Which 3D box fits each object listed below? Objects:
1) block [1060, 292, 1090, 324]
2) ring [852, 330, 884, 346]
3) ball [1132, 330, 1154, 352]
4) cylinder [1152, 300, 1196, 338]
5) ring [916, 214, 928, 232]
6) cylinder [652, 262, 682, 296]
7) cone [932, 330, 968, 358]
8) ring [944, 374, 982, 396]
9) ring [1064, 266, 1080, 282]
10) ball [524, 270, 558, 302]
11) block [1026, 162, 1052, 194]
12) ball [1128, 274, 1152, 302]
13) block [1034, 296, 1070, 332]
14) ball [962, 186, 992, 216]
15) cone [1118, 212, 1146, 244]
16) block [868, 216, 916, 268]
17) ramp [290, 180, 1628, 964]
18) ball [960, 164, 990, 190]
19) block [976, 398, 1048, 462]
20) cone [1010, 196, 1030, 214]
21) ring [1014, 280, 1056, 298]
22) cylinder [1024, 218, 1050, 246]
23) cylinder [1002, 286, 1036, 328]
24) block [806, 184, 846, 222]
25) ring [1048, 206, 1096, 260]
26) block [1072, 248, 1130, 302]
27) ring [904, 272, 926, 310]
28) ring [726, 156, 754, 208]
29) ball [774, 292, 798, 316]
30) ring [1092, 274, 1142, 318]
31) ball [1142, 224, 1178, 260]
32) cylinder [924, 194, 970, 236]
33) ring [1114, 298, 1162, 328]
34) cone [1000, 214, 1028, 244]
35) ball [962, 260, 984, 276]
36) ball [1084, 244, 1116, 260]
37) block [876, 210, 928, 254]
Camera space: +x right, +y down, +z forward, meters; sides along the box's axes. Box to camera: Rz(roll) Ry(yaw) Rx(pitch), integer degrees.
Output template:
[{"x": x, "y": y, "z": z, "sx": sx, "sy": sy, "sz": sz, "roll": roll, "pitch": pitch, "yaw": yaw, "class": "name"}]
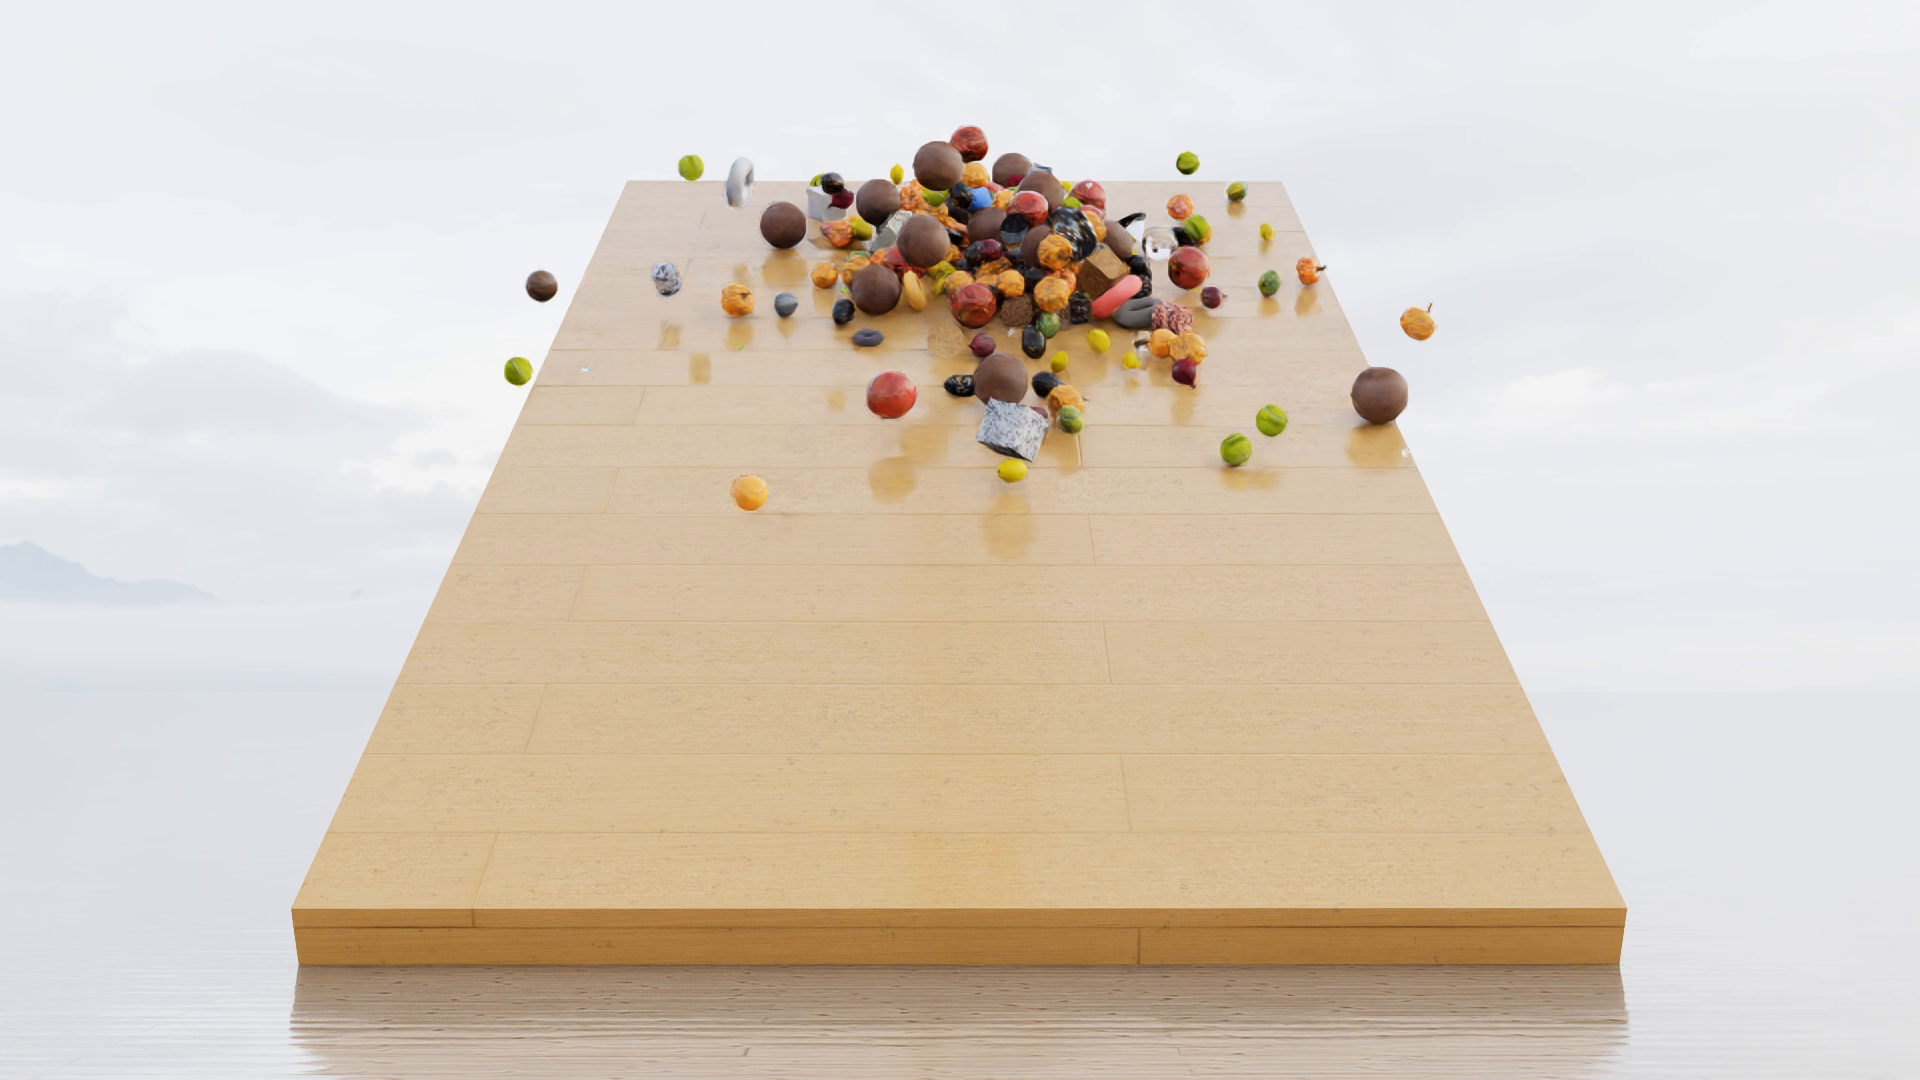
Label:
[{"x": 0.290, "y": -0.590, "z": 5.931, "sx": 0.064, "sy": 0.064, "sz": 0.064, "roll": -4, "pitch": 25, "yaw": -10, "class": "block"}, {"x": -0.229, "y": -0.501, "z": 5.777, "sx": 0.078, "sy": 0.026, "sz": 0.078, "roll": 2, "pitch": 23, "yaw": -1, "class": "ring"}, {"x": 0.449, "y": -0.489, "z": 5.727, "sx": 0.050, "sy": 0.050, "sz": 0.050, "roll": 0, "pitch": -4, "yaw": 0, "class": "ball"}, {"x": 0.533, "y": -0.553, "z": 5.833, "sx": 0.077, "sy": 0.077, "sz": 0.077, "roll": 4, "pitch": 23, "yaw": -48, "class": "cylinder"}, {"x": -0.112, "y": -0.875, "z": 6.529, "sx": 0.025, "sy": 0.075, "sz": 0.075, "roll": 8, "pitch": -1, "yaw": 20, "class": "ring"}, {"x": -0.753, "y": -0.668, "z": 5.984, "sx": 0.062, "sy": 0.062, "sz": 0.062, "roll": -1, "pitch": -47, "yaw": 16, "class": "cylinder"}, {"x": -0.040, "y": -0.484, "z": 5.725, "sx": 0.091, "sy": 0.091, "sz": 0.091, "roll": 1, "pitch": 20, "yaw": -22, "class": "cone"}, {"x": 0.007, "y": -0.363, "z": 5.470, "sx": 0.089, "sy": 0.030, "sz": 0.089, "roll": 1, "pitch": 28, "yaw": 0, "class": "ring"}, {"x": 0.323, "y": -0.709, "z": 6.231, "sx": 0.092, "sy": 0.031, "sz": 0.092, "roll": 4, "pitch": 19, "yaw": -1, "class": "ring"}, {"x": -1.089, "y": -0.661, "z": 6.067, "sx": 0.086, "sy": 0.086, "sz": 0.086, "roll": 0, "pitch": -4, "yaw": 0, "class": "ball"}, {"x": 0.228, "y": -1.041, "z": 6.708, "sx": 0.054, "sy": 0.054, "sz": 0.054, "roll": 20, "pitch": -36, "yaw": 16, "class": "block"}, {"x": 0.461, "y": -0.651, "z": 6.050, "sx": 0.077, "sy": 0.077, "sz": 0.077, "roll": 0, "pitch": -4, "yaw": 0, "class": "ball"}, {"x": 0.233, "y": -0.570, "z": 5.879, "sx": 0.071, "sy": 0.071, "sz": 0.071, "roll": -7, "pitch": 25, "yaw": -15, "class": "block"}, {"x": 0.047, "y": -0.950, "z": 6.519, "sx": 0.083, "sy": 0.083, "sz": 0.083, "roll": 0, "pitch": -4, "yaw": 0, "class": "ball"}, {"x": 0.465, "y": -0.813, "z": 6.133, "sx": 0.076, "sy": 0.076, "sz": 0.076, "roll": -19, "pitch": -7, "yaw": -2, "class": "cone"}, {"x": -0.181, "y": -0.803, "z": 6.293, "sx": 0.084, "sy": 0.084, "sz": 0.084, "roll": 37, "pitch": 26, "yaw": -6, "class": "block"}, {"x": -0.008, "y": -0.229, "z": 5.331, "sx": 2.000, "sy": 0.100, "sz": 4.000, "roll": 0, "pitch": 24, "yaw": 0, "class": "ramp"}, {"x": 0.045, "y": -1.080, "z": 6.980, "sx": 0.090, "sy": 0.090, "sz": 0.090, "roll": 0, "pitch": -4, "yaw": 0, "class": "ball"}, {"x": 0.111, "y": -0.233, "z": 4.949, "sx": 0.096, "sy": 0.096, "sz": 0.096, "roll": 15, "pitch": -8, "yaw": 36, "class": "block"}, {"x": 0.159, "y": -0.978, "z": 6.723, "sx": 0.065, "sy": 0.065, "sz": 0.065, "roll": -2, "pitch": -20, "yaw": 29, "class": "cone"}, {"x": 0.195, "y": -0.648, "z": 6.092, "sx": 0.114, "sy": 0.038, "sz": 0.114, "roll": 1, "pitch": 24, "yaw": -1, "class": "ring"}, {"x": 0.213, "y": -0.852, "z": 6.459, "sx": 0.073, "sy": 0.073, "sz": 0.073, "roll": 0, "pitch": 1, "yaw": -2, "class": "cylinder"}, {"x": 0.149, "y": -0.590, "z": 5.908, "sx": 0.082, "sy": 0.082, "sz": 0.082, "roll": -1, "pitch": 24, "yaw": 9, "class": "cylinder"}, {"x": -0.386, "y": -0.977, "z": 6.760, "sx": 0.083, "sy": 0.083, "sz": 0.083, "roll": -15, "pitch": 29, "yaw": -30, "class": "block"}, {"x": 0.285, "y": -0.779, "z": 5.910, "sx": 0.049, "sy": 0.147, "sz": 0.147, "roll": -38, "pitch": 16, "yaw": -27, "class": "ring"}, {"x": 0.364, "y": -0.678, "z": 5.997, "sx": 0.090, "sy": 0.090, "sz": 0.090, "roll": -33, "pitch": -21, "yaw": -44, "class": "block"}, {"x": -0.117, "y": -0.640, "z": 5.997, "sx": 0.035, "sy": 0.105, "sz": 0.105, "roll": -19, "pitch": -7, "yaw": 11, "class": "ring"}, {"x": -0.616, "y": -1.000, "z": 6.527, "sx": 0.050, "sy": 0.149, "sz": 0.149, "roll": 15, "pitch": -2, "yaw": 7, "class": "ring"}, {"x": -0.446, "y": -0.603, "z": 5.960, "sx": 0.061, "sy": 0.061, "sz": 0.061, "roll": 0, "pitch": -4, "yaw": 0, "class": "ball"}, {"x": 0.397, "y": -0.617, "z": 5.915, "sx": 0.150, "sy": 0.050, "sz": 0.150, "roll": -39, "pitch": 1, "yaw": 1, "class": "ring"}, {"x": 0.547, "y": -0.814, "z": 6.385, "sx": 0.099, "sy": 0.099, "sz": 0.099, "roll": 0, "pitch": -4, "yaw": 0, "class": "ball"}, {"x": -0.037, "y": -0.919, "z": 6.584, "sx": 0.096, "sy": 0.096, "sz": 0.096, "roll": -12, "pitch": -8, "yaw": 22, "class": "cylinder"}, {"x": 0.459, "y": -0.575, "z": 5.912, "sx": 0.139, "sy": 0.046, "sz": 0.139, "roll": -9, "pitch": 24, "yaw": 4, "class": "ring"}, {"x": 0.159, "y": -0.813, "z": 6.155, "sx": 0.081, "sy": 0.081, "sz": 0.081, "roll": -2, "pitch": -7, "yaw": 25, "class": "cone"}, {"x": 0.034, "y": -0.729, "z": 6.301, "sx": 0.056, "sy": 0.056, "sz": 0.056, "roll": 0, "pitch": -4, "yaw": 0, "class": "ball"}, {"x": 0.364, "y": -0.733, "z": 6.087, "sx": 0.084, "sy": 0.084, "sz": 0.084, "roll": 0, "pitch": -4, "yaw": 0, "class": "ball"}, {"x": -0.161, "y": -0.842, "z": 6.398, "sx": 0.084, "sy": 0.084, "sz": 0.084, "roll": -13, "pitch": -23, "yaw": -50, "class": "block"}]
